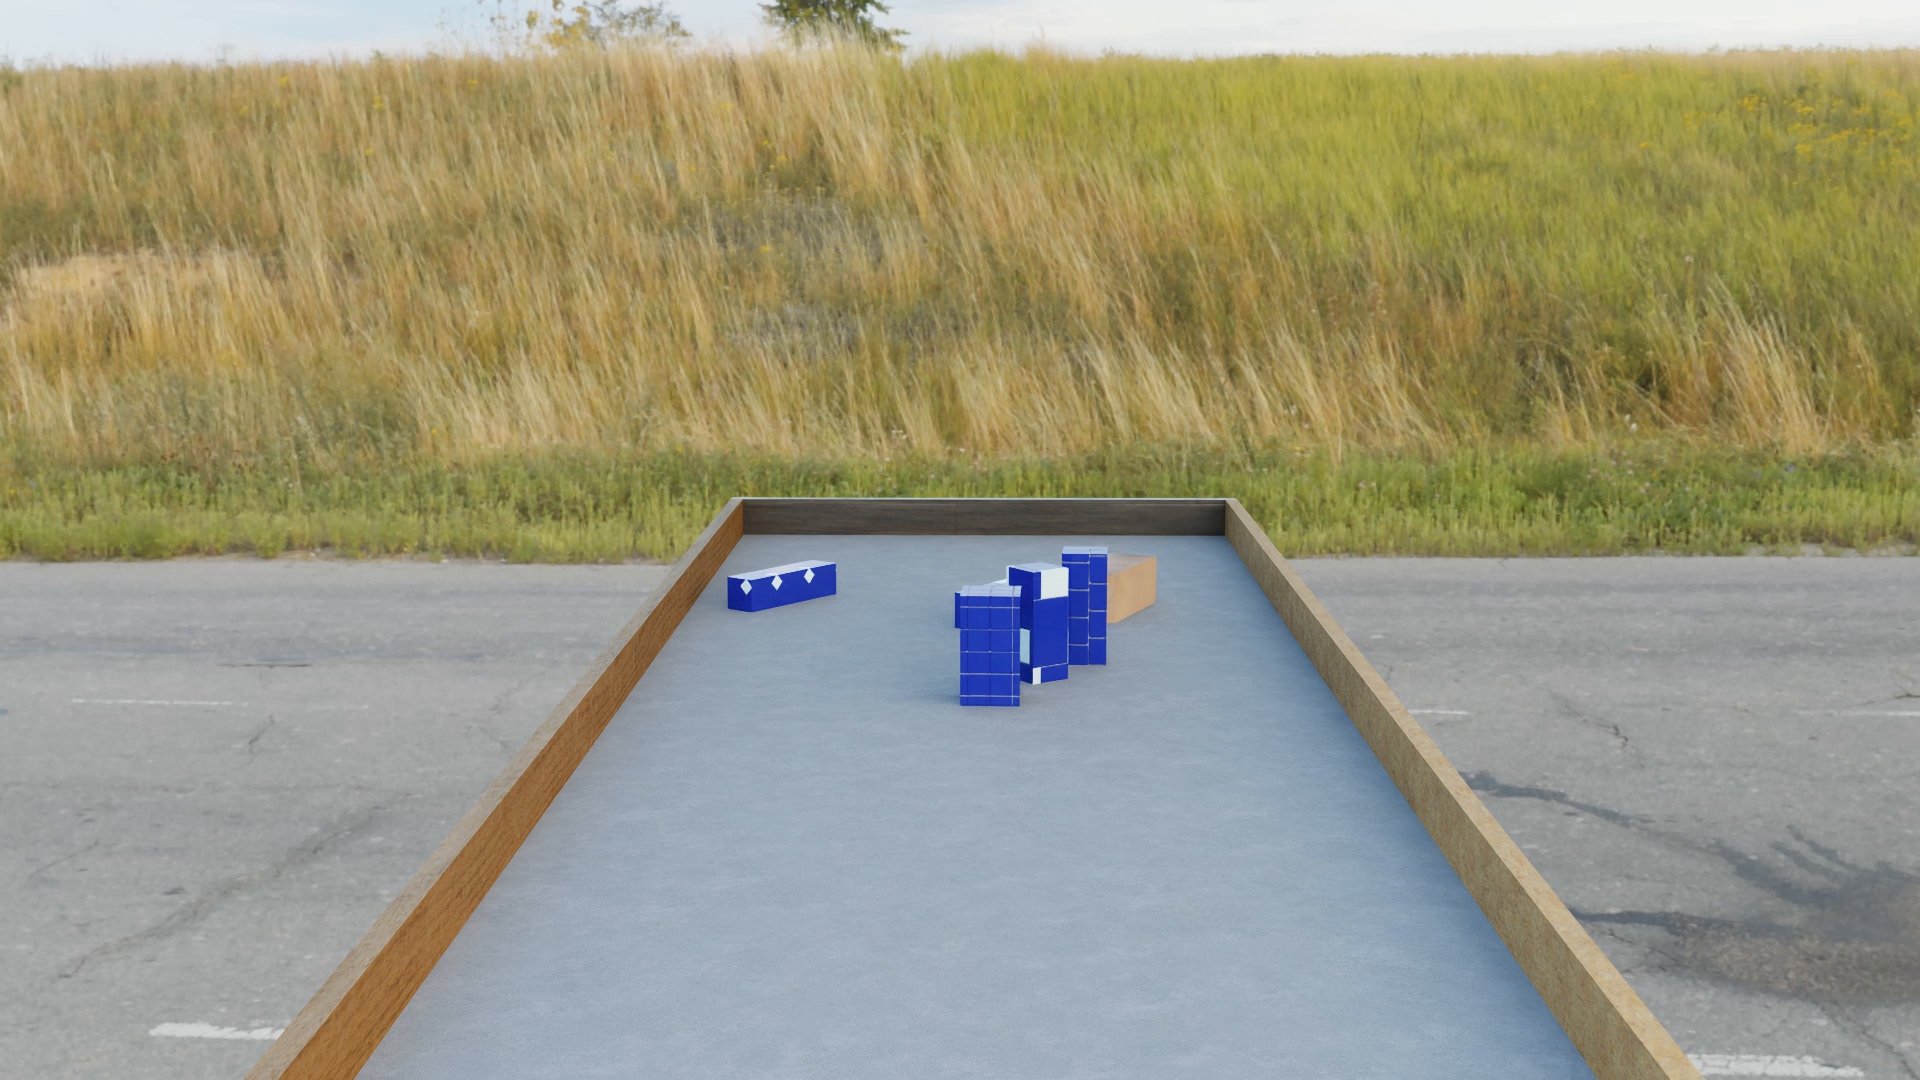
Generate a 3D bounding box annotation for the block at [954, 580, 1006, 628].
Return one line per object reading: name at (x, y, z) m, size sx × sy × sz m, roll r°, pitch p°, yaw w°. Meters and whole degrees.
block at (0.130, 0.212, 7.296) m, size 0.118 × 0.118 × 0.345 m, roll 6°, pitch 11°, yaw 34°

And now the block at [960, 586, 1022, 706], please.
block at (0.087, 0.295, 6.157) m, size 0.165 × 0.310 × 0.165 m, roll 0°, pitch 9°, yaw 3°

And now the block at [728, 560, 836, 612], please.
block at (-0.617, 0.158, 7.654) m, size 0.111 × 0.111 × 0.438 m, roll 7°, pitch 11°, yaw 37°

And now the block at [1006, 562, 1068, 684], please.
block at (0.226, 0.242, 6.433) m, size 0.129 × 0.329 × 0.129 m, roll -6°, pitch 11°, yaw -35°

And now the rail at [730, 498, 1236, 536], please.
rail at (0.099, -0.098, 9.147) m, size 2.100 × 0.150 × 0.050 m, roll 0°, pitch 9°, yaw 1°

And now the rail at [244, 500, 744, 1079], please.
rail at (-1.004, 0.839, 3.234) m, size 0.050 × 0.150 × 12.000 m, roll 0°, pitch 9°, yaw 1°

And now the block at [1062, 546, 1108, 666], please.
block at (0.378, 0.199, 6.667) m, size 0.136 × 0.340 × 0.136 m, roll 1°, pitch 9°, yaw 4°

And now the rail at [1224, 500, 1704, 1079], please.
rail at (1.046, 0.843, 3.208) m, size 0.050 × 0.150 × 12.000 m, roll 0°, pitch 9°, yaw 1°

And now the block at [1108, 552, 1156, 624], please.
block at (0.521, 0.160, 7.476) m, size 0.163 × 0.163 × 0.416 m, roll 4°, pitch 10°, yaw 24°
